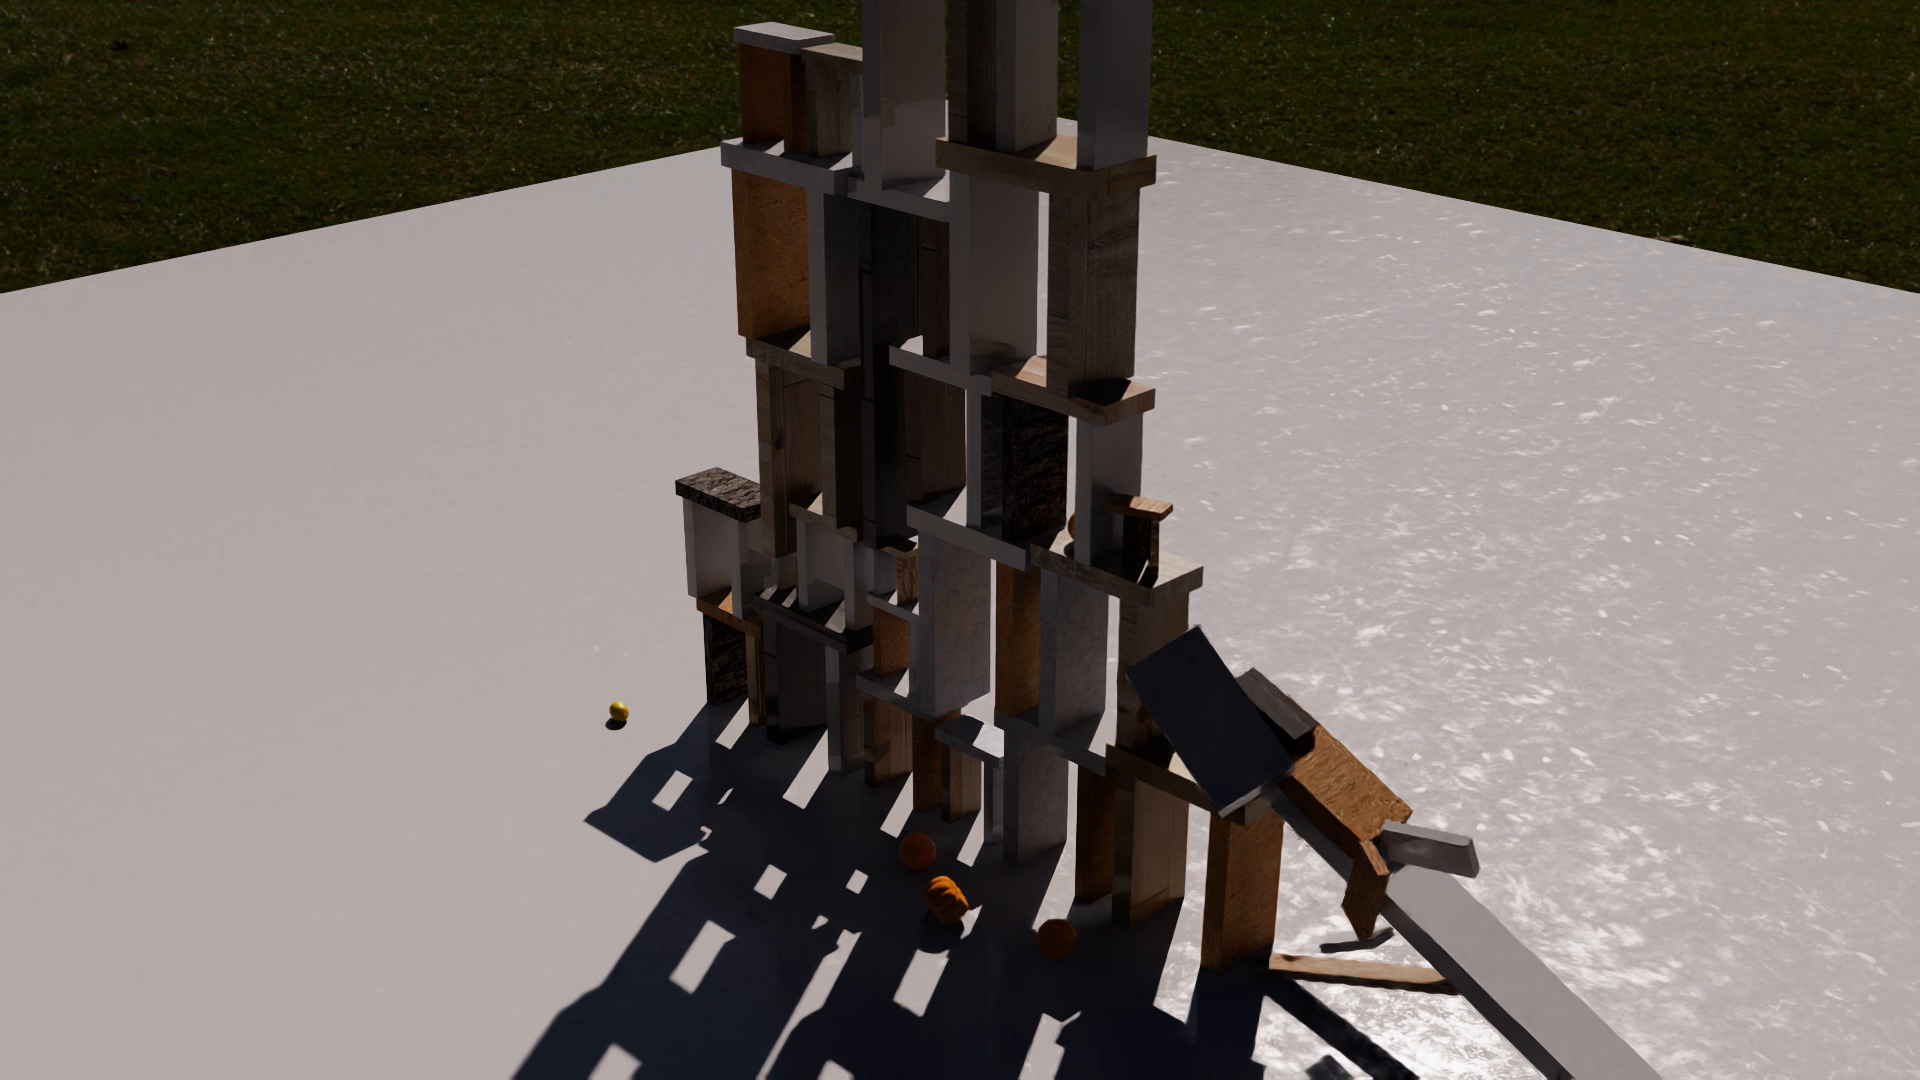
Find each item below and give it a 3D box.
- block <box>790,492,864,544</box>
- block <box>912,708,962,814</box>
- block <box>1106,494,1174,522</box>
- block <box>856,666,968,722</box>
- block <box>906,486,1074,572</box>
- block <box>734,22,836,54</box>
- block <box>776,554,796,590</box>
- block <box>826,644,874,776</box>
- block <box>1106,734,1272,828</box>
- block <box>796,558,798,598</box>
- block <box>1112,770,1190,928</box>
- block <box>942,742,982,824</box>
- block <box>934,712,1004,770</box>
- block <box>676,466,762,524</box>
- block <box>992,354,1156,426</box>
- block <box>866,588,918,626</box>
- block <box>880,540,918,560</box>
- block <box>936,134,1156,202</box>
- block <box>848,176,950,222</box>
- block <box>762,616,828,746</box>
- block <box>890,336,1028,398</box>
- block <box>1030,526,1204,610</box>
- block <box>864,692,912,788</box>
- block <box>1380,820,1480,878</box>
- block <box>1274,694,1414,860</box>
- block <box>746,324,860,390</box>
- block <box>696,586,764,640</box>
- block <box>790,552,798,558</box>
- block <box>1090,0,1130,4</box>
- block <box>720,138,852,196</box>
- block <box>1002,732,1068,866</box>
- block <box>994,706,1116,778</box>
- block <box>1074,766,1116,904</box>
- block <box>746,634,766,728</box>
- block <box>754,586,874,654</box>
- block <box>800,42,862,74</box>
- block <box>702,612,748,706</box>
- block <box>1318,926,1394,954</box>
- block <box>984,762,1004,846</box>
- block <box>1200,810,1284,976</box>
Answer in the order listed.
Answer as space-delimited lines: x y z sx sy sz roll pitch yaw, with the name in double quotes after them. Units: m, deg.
-0.240 -0.049 4.458 0.203 0.029 0.102 21 31 40 "block"
-0.047 0.436 4.457 0.031 0.216 0.108 21 31 41 "block"
0.313 -0.058 3.842 0.105 0.015 0.053 11 26 26 "block"
-0.098 0.303 4.455 0.216 0.031 0.108 21 31 41 "block"
0.063 -0.026 4.146 0.310 0.044 0.155 21 31 40 "block"
-0.335 -0.954 4.179 0.095 0.027 0.189 -20 30 -39 "block"
-0.366 0.056 4.649 0.047 0.094 0.013 -21 30 -41 "block"
-0.209 0.334 4.597 0.147 0.294 0.042 -21 31 -40 "block"
0.432 0.408 3.926 0.318 0.045 0.159 21 31 41 "block"
-0.322 0.073 4.608 0.013 0.094 0.047 21 31 40 "block"
0.354 0.545 4.069 0.045 0.318 0.159 21 31 41 "block"
0.003 0.473 4.418 0.089 0.178 0.025 -21 31 -41 "block"
0.045 0.396 4.339 0.089 0.025 0.178 -21 31 -40 "block"
-0.493 -0.098 4.718 0.231 0.033 0.116 21 31 40 "block"
0.200 -0.266 3.890 0.267 0.038 0.134 21 31 41 "block"
-0.104 0.128 4.396 0.079 0.022 0.157 -21 31 -40 "block"
-0.125 0.011 4.363 0.051 0.015 0.103 -21 30 -40 "block"
0.145 -0.652 3.785 0.353 0.050 0.176 21 31 40 "block"
-0.072 -0.636 4.037 0.130 0.037 0.260 -21 31 -40 "block"
-0.349 0.280 4.724 0.042 0.294 0.147 21 31 41 "block"
0.009 -0.329 4.073 0.265 0.038 0.133 21 31 40 "block"
0.279 0.044 3.944 0.143 0.041 0.286 -21 31 -41 "block"
-0.148 0.396 4.550 0.108 0.216 0.031 -21 31 -41 "block"
0.764 0.502 3.573 0.150 0.075 0.021 8 44 37 "block"
0.613 0.400 3.747 0.149 0.042 0.299 -22 57 -42 "block"
-0.272 -0.368 4.357 0.149 0.042 0.298 -21 30 -40 "block"
-0.464 0.155 4.796 0.109 0.031 0.219 -21 31 -41 "block"
-0.344 0.016 4.607 0.094 0.013 0.047 20 30 39 "block"
0.191 -0.924 3.616 0.272 0.039 0.136 21 31 40 "block"
-0.288 -0.729 4.227 0.169 0.048 0.337 -21 30 -40 "block"
0.148 0.479 4.269 0.040 0.283 0.142 21 31 41 "block"
0.215 0.356 4.145 0.283 0.040 0.142 21 31 41 "block"
0.282 0.531 4.146 0.040 0.283 0.142 21 31 41 "block"
-0.412 0.290 4.798 0.109 0.219 0.031 -21 31 -41 "block"
-0.280 0.153 4.594 0.147 0.042 0.294 -21 31 -40 "block"
-0.203 -0.889 4.062 0.088 0.025 0.175 -21 31 -40 "block"
-0.515 0.250 4.893 0.031 0.219 0.109 21 31 41 "block"
0.674 0.680 3.736 0.059 0.017 0.118 -20 0 -41 "block"
0.087 0.506 4.340 0.089 0.178 0.025 -21 31 -40 "block"
0.506 0.604 3.929 0.045 0.318 0.159 23 32 40 "block"
